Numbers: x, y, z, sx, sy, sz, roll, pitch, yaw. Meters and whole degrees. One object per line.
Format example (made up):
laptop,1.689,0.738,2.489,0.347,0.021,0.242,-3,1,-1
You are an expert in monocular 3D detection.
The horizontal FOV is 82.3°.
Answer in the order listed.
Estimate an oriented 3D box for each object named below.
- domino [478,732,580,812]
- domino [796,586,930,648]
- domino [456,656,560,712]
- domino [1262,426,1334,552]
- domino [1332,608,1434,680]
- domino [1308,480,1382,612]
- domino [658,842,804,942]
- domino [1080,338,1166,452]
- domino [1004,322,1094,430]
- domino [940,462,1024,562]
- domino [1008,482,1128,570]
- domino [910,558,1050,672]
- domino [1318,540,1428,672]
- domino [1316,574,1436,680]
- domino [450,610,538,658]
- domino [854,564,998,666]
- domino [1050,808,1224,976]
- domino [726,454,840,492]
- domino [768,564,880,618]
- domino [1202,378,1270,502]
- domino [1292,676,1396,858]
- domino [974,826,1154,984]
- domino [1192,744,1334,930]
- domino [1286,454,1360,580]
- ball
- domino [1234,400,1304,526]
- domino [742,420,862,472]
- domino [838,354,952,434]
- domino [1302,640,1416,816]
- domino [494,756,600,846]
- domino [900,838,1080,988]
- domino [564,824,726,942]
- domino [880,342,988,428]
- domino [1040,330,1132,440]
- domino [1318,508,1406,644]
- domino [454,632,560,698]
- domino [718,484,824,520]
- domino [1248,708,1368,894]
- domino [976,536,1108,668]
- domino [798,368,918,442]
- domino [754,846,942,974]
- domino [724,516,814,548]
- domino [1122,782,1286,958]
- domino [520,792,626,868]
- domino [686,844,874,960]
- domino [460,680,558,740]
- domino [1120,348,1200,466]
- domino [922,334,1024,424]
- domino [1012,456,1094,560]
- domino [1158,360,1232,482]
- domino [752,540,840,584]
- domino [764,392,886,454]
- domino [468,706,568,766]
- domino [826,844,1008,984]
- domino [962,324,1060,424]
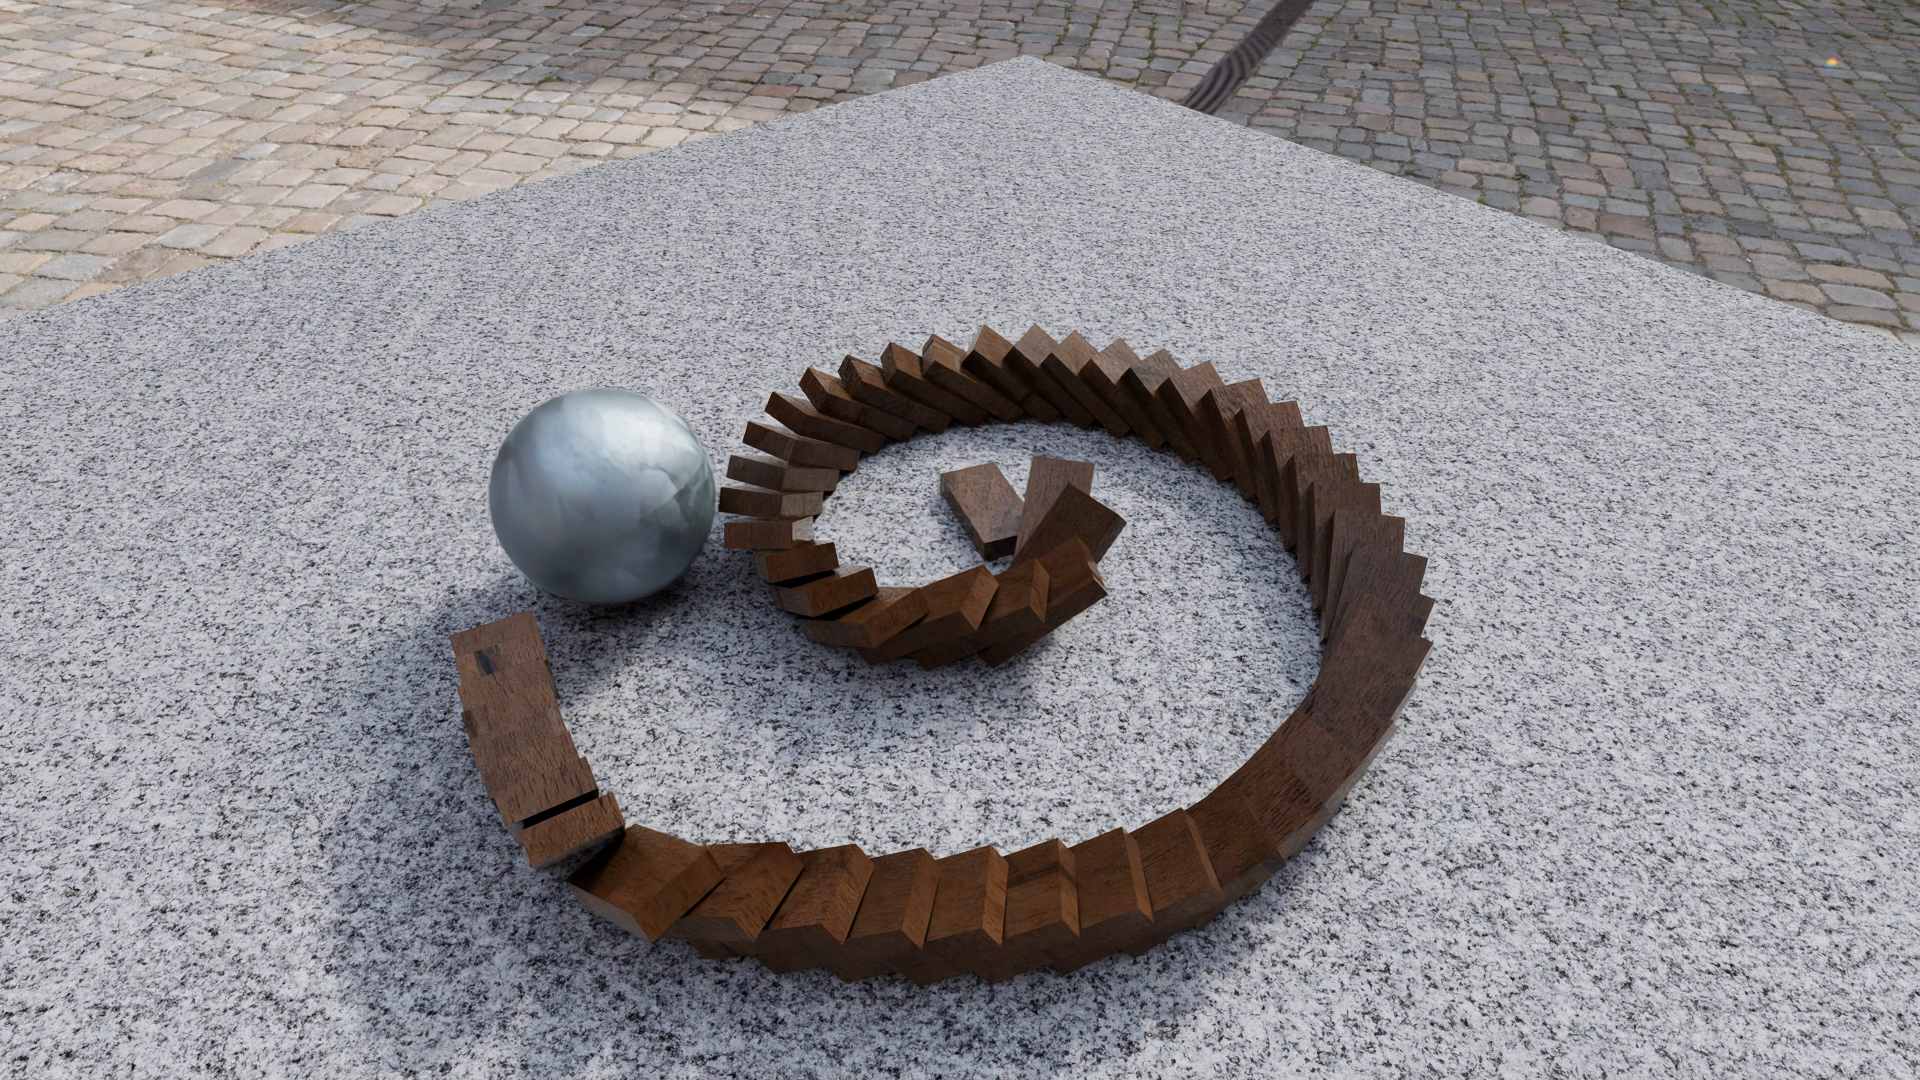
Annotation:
domino,-0.126,0.071,0.327,0.025,0.050,0.010,-21,76,-23
domino,-0.035,0.027,0.390,0.025,0.009,0.050,-32,15,-30
domino,-0.142,0.052,0.350,0.025,0.050,0.009,-21,76,-23
domino,0.141,-0.021,0.449,0.025,0.010,0.050,-5,72,-7
domino,0.131,0.050,0.362,0.025,0.009,0.050,29,80,30
domino,0.147,0.003,0.420,0.025,0.009,0.050,3,72,3
domino,-0.069,0.097,0.305,0.050,0.010,0.025,-15,27,38
domino,0.081,-0.067,0.505,0.050,0.010,0.025,49,53,3
domino,0.046,-0.077,0.517,0.050,0.010,0.025,41,45,-4
domino,0.012,-0.013,0.459,0.025,0.010,0.050,-14,41,-16
domino,0.037,0.006,0.411,0.025,0.010,0.050,36,91,33
domino,0.007,0.027,0.390,0.050,0.010,0.025,-25,31,27
domino,0.146,0.027,0.390,0.025,0.010,0.050,16,75,18
domino,0.140,0.039,0.375,0.025,0.009,0.050,22,77,24
domino,-0.151,0.039,0.366,0.025,0.050,0.010,-19,75,-22
domino,-0.012,0.027,0.389,0.050,0.010,0.025,-21,26,36
domino,0.045,0.097,0.305,0.050,0.010,0.025,-31,39,14
domino,-0.072,-0.028,0.456,0.025,0.009,0.050,15,8,17
domino,-0.051,0.018,0.401,0.025,0.010,0.050,-20,9,-23
domino,0.126,-0.044,0.476,0.025,0.009,0.050,-14,74,-17
domino,0.108,0.069,0.339,0.025,0.009,0.050,37,84,36
domino,0.026,0.100,0.301,0.050,0.010,0.025,-27,36,18
domino,0.079,0.086,0.319,0.050,0.010,0.025,-41,46,3
domino,0.146,-0.009,0.435,0.025,0.009,0.050,0,72,-1
ball,-0.131,-0.016,0.407,0.080,0.080,0.080,0,39,0
domino,0.135,-0.033,0.463,0.025,0.010,0.050,-8,73,-11
domino,-0.067,-0.040,0.471,0.025,0.010,0.050,23,9,25
domino,-0.030,-0.067,0.504,0.050,0.010,0.025,18,27,-35
domino,0.120,0.060,0.350,0.025,0.010,0.050,32,81,33
domino,-0.119,0.077,0.320,0.025,0.050,0.010,-21,76,-23
domino,0.008,0.102,0.300,0.050,0.010,0.025,-25,34,21
domino,-0.089,0.094,0.307,0.025,0.010,0.050,-39,20,-34
domino,-0.012,-0.072,0.511,0.050,0.010,0.025,22,31,-27
domino,0.063,-0.073,0.511,0.050,0.010,0.025,44,48,-1
domino,0.148,0.015,0.405,0.025,0.009,0.050,8,73,10
domino,-0.146,0.045,0.358,0.025,0.050,0.010,-19,75,-22
domino,-0.075,-0.016,0.441,0.025,0.010,0.050,8,6,10
domino,0.094,0.078,0.329,0.050,0.010,0.025,-46,51,-2
domino,0.027,0.022,0.394,0.050,0.010,0.025,-35,38,15
domino,-0.046,-0.061,0.497,0.050,0.009,0.025,15,25,-39
domino,-0.031,0.101,0.300,0.050,0.009,0.025,-20,31,28
domino,-0.073,-0.003,0.426,0.025,0.009,0.050,0,4,1
domino,0.063,0.093,0.310,0.050,0.010,0.025,-35,42,9
domino,-0.109,0.083,0.313,0.025,0.050,0.010,-21,81,-22
domino,-0.049,0.100,0.302,0.050,0.009,0.025,-18,30,31
domino,-0.138,0.059,0.342,0.025,0.050,0.010,-20,76,-23
domino,0.098,-0.061,0.497,0.025,0.010,0.050,-32,82,-33
domino,0.006,-0.075,0.515,0.050,0.009,0.025,26,33,-23
domino,0.037,-0.007,0.434,0.025,0.010,0.050,8,69,10
domino,0.112,-0.053,0.488,0.025,0.010,0.050,-25,79,-27
domino,-0.062,0.008,0.412,0.025,0.009,0.050,-13,4,-15
domino,-0.059,-0.051,0.485,0.025,0.010,0.050,35,16,35
domino,-0.132,0.065,0.334,0.025,0.050,0.009,-21,76,-23
domino,-0.012,0.102,0.299,0.050,0.010,0.025,-23,33,24
domino,0.026,-0.078,0.518,0.050,0.010,0.025,34,39,-13
